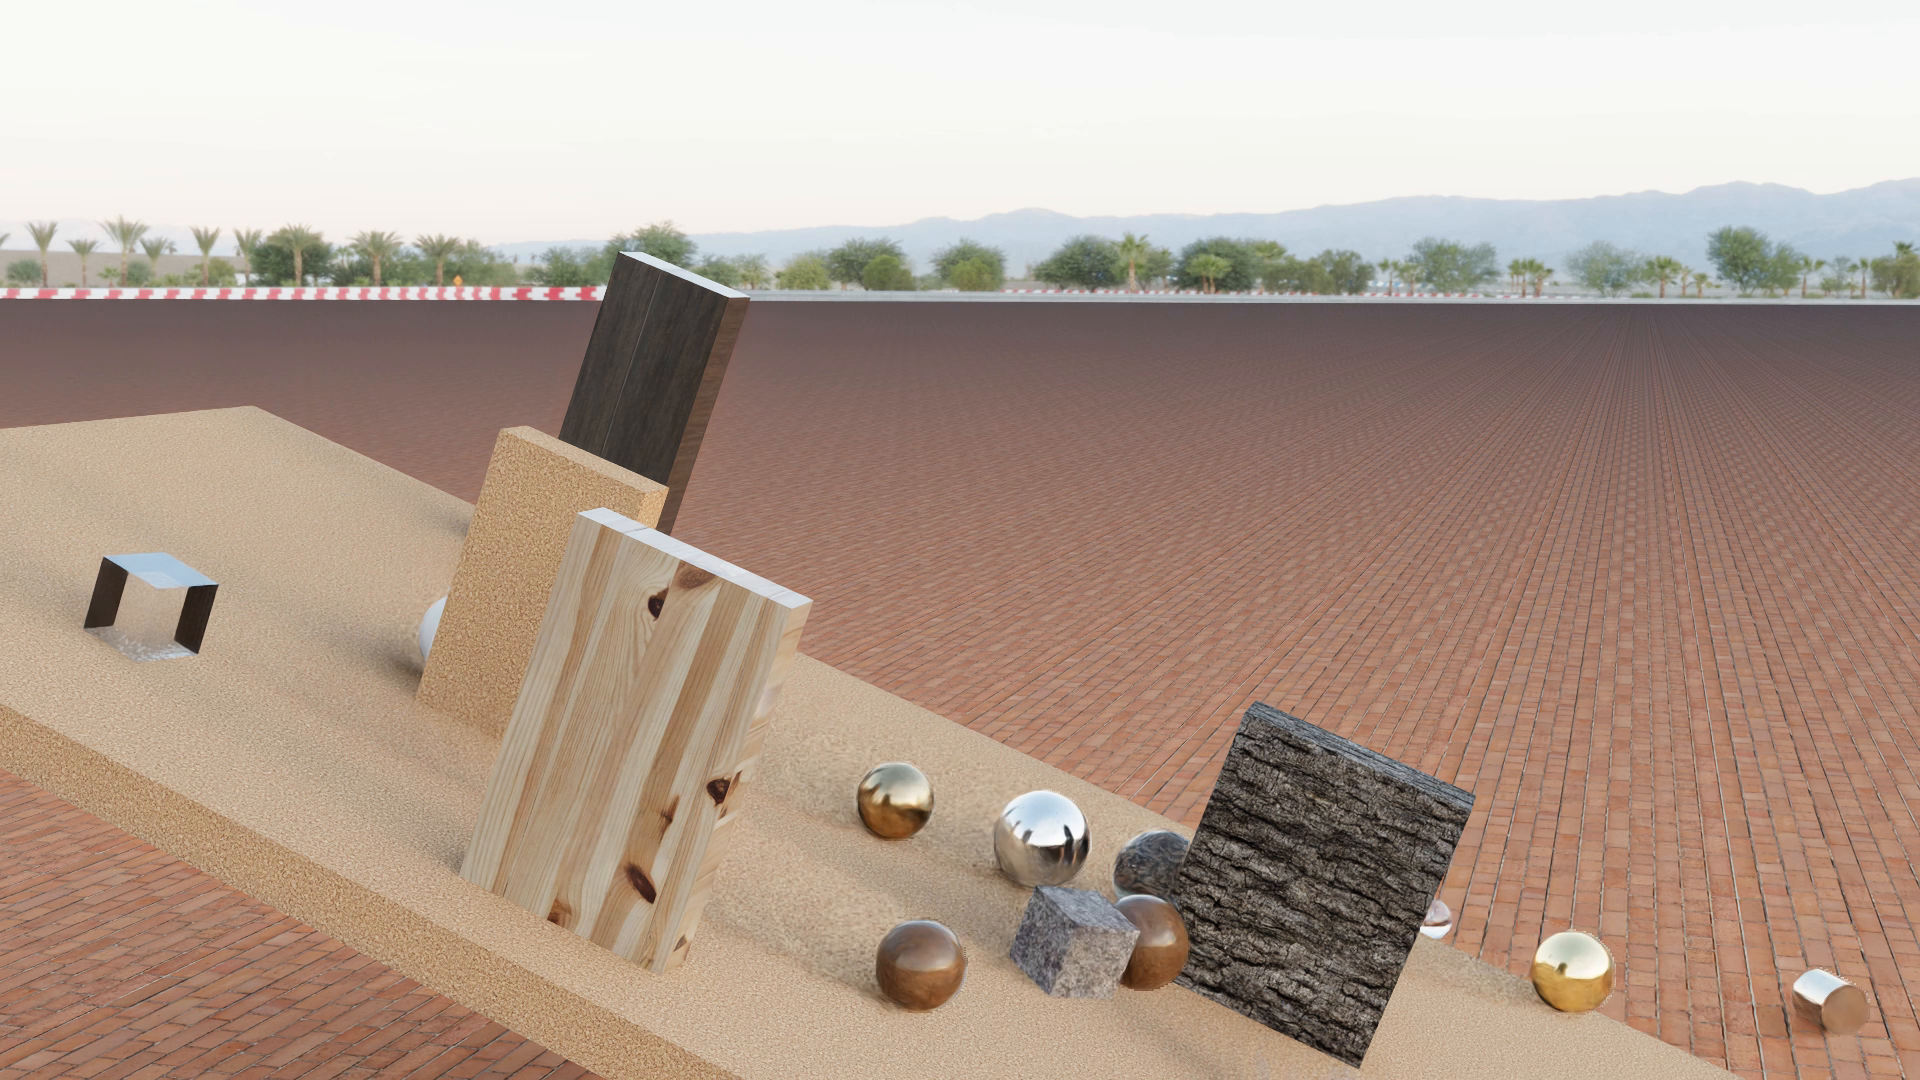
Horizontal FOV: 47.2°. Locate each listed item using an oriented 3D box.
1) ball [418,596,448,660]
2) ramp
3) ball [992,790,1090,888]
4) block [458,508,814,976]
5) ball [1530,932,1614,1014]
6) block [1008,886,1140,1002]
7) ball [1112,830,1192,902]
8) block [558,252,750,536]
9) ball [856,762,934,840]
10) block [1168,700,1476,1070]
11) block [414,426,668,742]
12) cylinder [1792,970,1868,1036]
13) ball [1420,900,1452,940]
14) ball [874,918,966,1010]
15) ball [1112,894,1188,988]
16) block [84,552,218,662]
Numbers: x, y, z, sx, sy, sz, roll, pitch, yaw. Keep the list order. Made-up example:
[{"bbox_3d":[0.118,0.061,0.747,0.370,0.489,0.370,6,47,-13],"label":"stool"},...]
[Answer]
[{"bbox_3d":[-0.960,0.187,4.264,0.174,0.174,0.174,0,7,0],"label":"ball"},{"bbox_3d":[-0.324,0.585,4.205,4.000,0.100,2.000,23,13,13],"label":"ramp"},{"bbox_3d":[0.159,0.585,4.291,0.190,0.190,0.190,0,7,0],"label":"ball"},{"bbox_3d":[-0.507,0.311,3.404,0.372,0.623,0.089,23,13,13],"label":"block"},{"bbox_3d":[1.308,0.924,4.699,0.173,0.173,0.173,0,7,0],"label":"ball"},{"bbox_3d":[0.203,0.717,3.908,0.143,0.143,0.143,12,15,-34],"label":"block"},{"bbox_3d":[0.393,0.665,4.333,0.185,0.185,0.185,0,7,0],"label":"ball"},{"bbox_3d":[-0.749,-0.242,5.024,0.285,0.775,0.125,23,13,13],"label":"block"},{"bbox_3d":[-0.126,0.506,4.273,0.150,0.150,0.150,0,7,0],"label":"ball"},{"bbox_3d":[0.641,0.632,4.061,0.435,0.528,0.130,23,13,13],"label":"block"},{"bbox_3d":[-0.774,0.102,4.056,0.306,0.545,0.100,23,13,13],"label":"block"},{"bbox_3d":[2.135,1.135,5.399,0.127,0.127,0.127,-1,7,-11],"label":"cylinder"},{"bbox_3d":[1.314,1.057,6.130,0.113,0.113,0.113,0,7,0],"label":"ball"},{"bbox_3d":[-0.065,0.692,3.582,0.147,0.147,0.147,0,7,0],"label":"ball"},{"bbox_3d":[0.331,0.729,3.997,0.169,0.169,0.169,0,7,0],"label":"ball"},{"bbox_3d":[-1.432,0.117,3.895,0.140,0.140,0.140,26,14,24],"label":"block"}]
